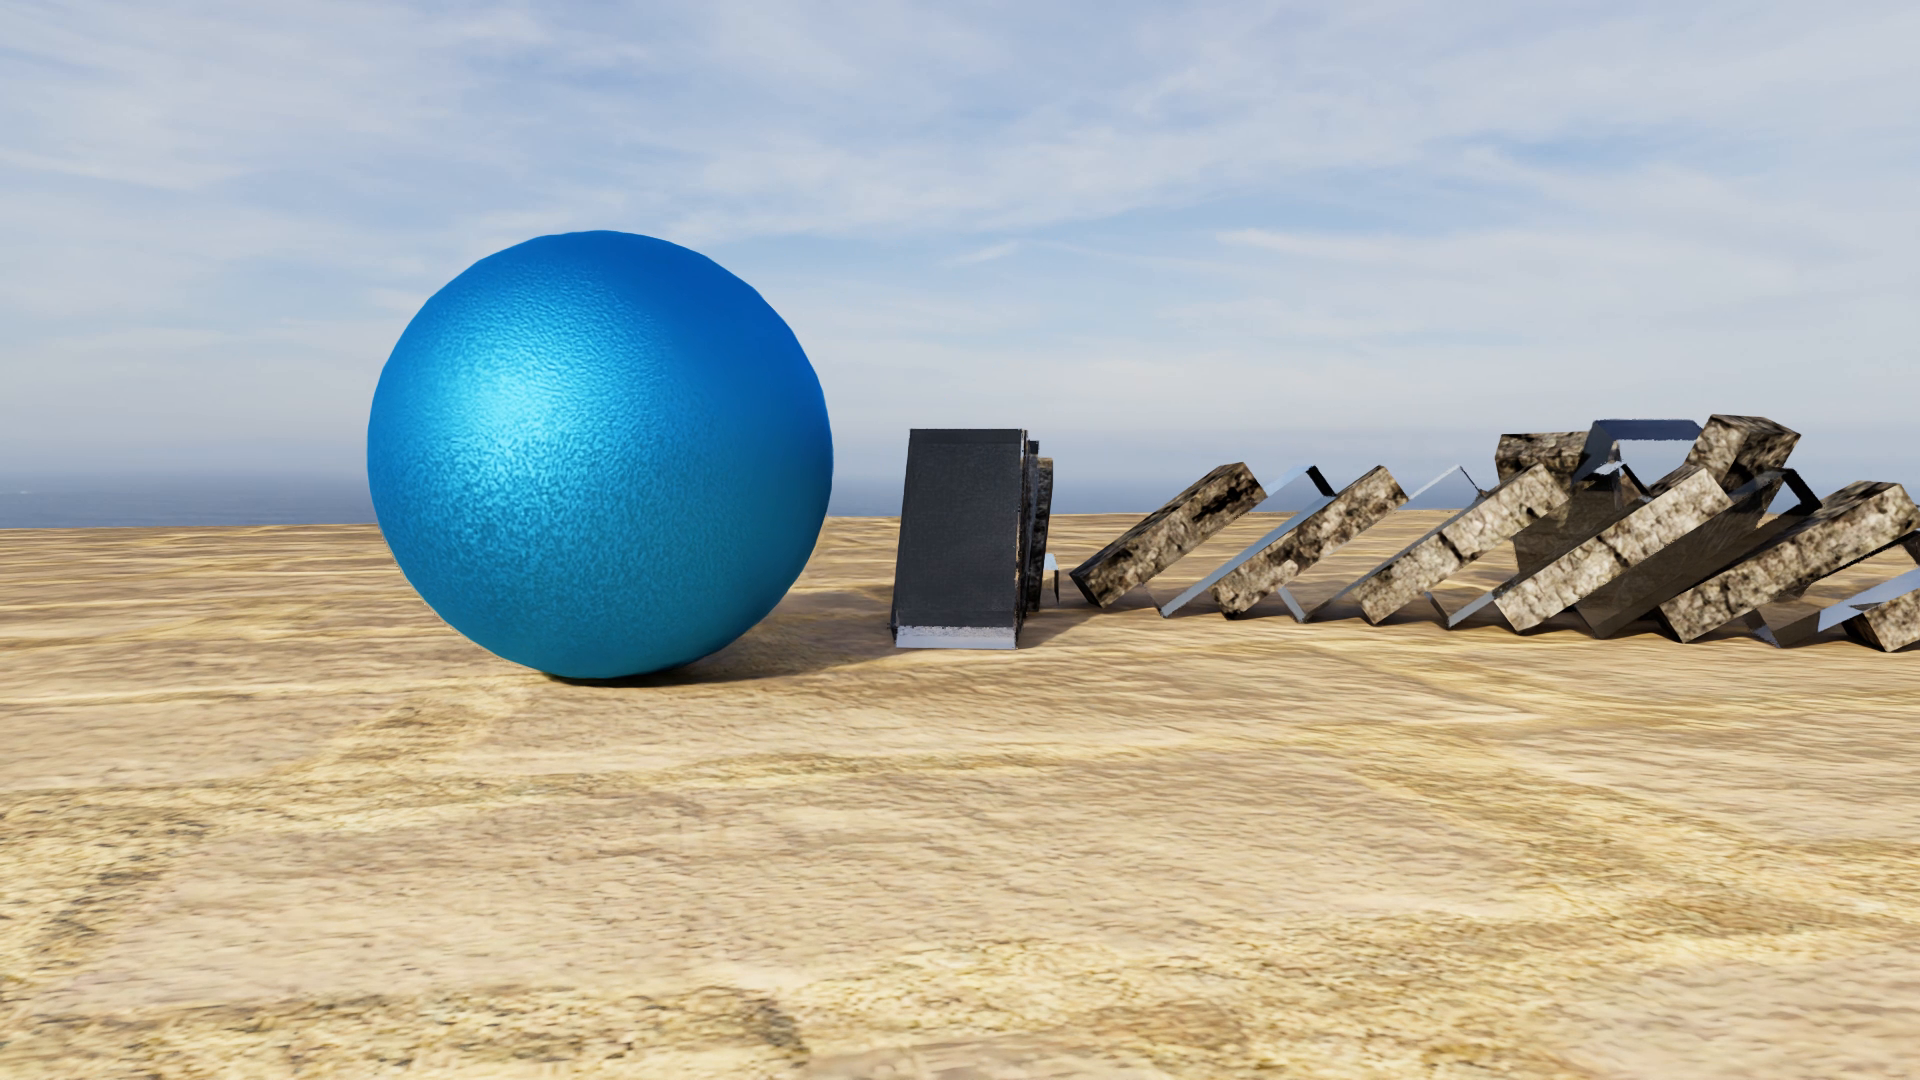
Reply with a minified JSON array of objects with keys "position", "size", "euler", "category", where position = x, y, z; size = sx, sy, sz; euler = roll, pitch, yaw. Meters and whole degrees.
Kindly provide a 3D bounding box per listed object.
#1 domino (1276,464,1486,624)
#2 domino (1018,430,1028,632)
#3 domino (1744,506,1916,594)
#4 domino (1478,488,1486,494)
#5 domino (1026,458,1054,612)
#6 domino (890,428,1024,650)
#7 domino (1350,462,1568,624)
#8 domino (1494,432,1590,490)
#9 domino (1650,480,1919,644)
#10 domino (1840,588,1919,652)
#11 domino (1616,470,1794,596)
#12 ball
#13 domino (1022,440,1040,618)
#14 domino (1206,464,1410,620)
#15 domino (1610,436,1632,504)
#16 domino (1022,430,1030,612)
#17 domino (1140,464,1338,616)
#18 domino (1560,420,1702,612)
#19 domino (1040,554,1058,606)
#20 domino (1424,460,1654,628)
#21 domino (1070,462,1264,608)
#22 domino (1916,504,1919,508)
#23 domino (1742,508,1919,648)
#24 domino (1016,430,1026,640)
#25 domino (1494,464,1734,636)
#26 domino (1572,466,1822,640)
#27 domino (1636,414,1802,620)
[{"position":[0.101,0.001,0.309],"size":[0.050,0.010,0.025],"euler":[-37,-8,18],"category":"domino"},{"position":[0.002,-0.003,0.300],"size":[0.025,0.050,0.010],"euler":[0,-32,6],"category":"domino"},{"position":[0.240,0.003,0.362],"size":[0.009,0.025,0.050],"euler":[-45,14,-8],"category":"domino"},{"position":[0.175,0.000,0.377],"size":[0.050,0.009,0.025],"euler":[26,12,16],"category":"domino"},{"position":[0.010,-0.003,0.342],"size":[0.025,0.009,0.050],"euler":[3,43,7],"category":"domino"},{"position":[0.000,-0.001,0.276],"size":[0.025,0.050,0.010],"euler":[0,-32,6],"category":"domino"},{"position":[0.117,0.000,0.302],"size":[0.050,0.009,0.025],"euler":[-38,-8,19],"category":"domino"},{"position":[0.157,-0.005,0.334],"size":[0.025,0.050,0.009],"euler":[1,43,36],"category":"domino"},{"position":[0.176,0.004,0.278],"size":[0.050,0.009,0.025],"euler":[-32,-7,18],"category":"domino"},{"position":[0.212,0.006,0.266],"size":[0.050,0.010,0.025],"euler":[-30,-6,19],"category":"domino"},{"position":[0.212,-0.002,0.365],"size":[0.025,0.009,0.050],"euler":[12,21,-49],"category":"domino"},{"position":[-0.063,-0.015,0.231],"size":[0.080,0.080,0.080],"euler":[0,4,0],"category":"ball"},{"position":[0.006,-0.004,0.326],"size":[0.025,0.050,0.009],"euler":[2,-38,7],"category":"domino"},{"position":[0.085,0.000,0.315],"size":[0.050,0.010,0.025],"euler":[-36,-5,15],"category":"domino"},{"position":[0.167,-0.006,0.345],"size":[0.025,0.050,0.009],"euler":[4,46,42],"category":"domino"},{"position":[0.003,-0.004,0.312],"size":[0.025,0.050,0.009],"euler":[0,-32,6],"category":"domino"},{"position":[0.068,0.000,0.322],"size":[0.050,0.009,0.025],"euler":[-35,0,5],"category":"domino"},{"position":[0.162,-0.005,0.315],"size":[0.025,0.050,0.010],"euler":[0,34,-6],"category":"domino"},{"position":[0.014,0.011,0.363],"size":[0.025,0.009,0.050],"euler":[0,4,2],"category":"domino"},{"position":[0.131,0.001,0.295],"size":[0.050,0.009,0.025],"euler":[-38,-8,19],"category":"domino"},{"position":[0.053,-0.001,0.333],"size":[0.050,0.010,0.025],"euler":[-35,2,-2],"category":"domino"},{"position":[0.259,0.004,0.339],"size":[0.010,0.025,0.050],"euler":[-37,-13,25],"category":"domino"},{"position":[0.193,0.006,0.271],"size":[0.050,0.009,0.025],"euler":[-30,-6,19],"category":"domino"},{"position":[0.001,-0.002,0.288],"size":[0.025,0.050,0.010],"euler":[0,-32,6],"category":"domino"},{"position":[0.145,0.002,0.289],"size":[0.050,0.009,0.025],"euler":[-38,-8,20],"category":"domino"},{"position":[0.160,0.003,0.283],"size":[0.050,0.010,0.025],"euler":[-37,-8,18],"category":"domino"},{"position":[0.177,-0.005,0.305],"size":[0.025,0.050,0.010],"euler":[-2,31,-34],"category":"domino"}]
